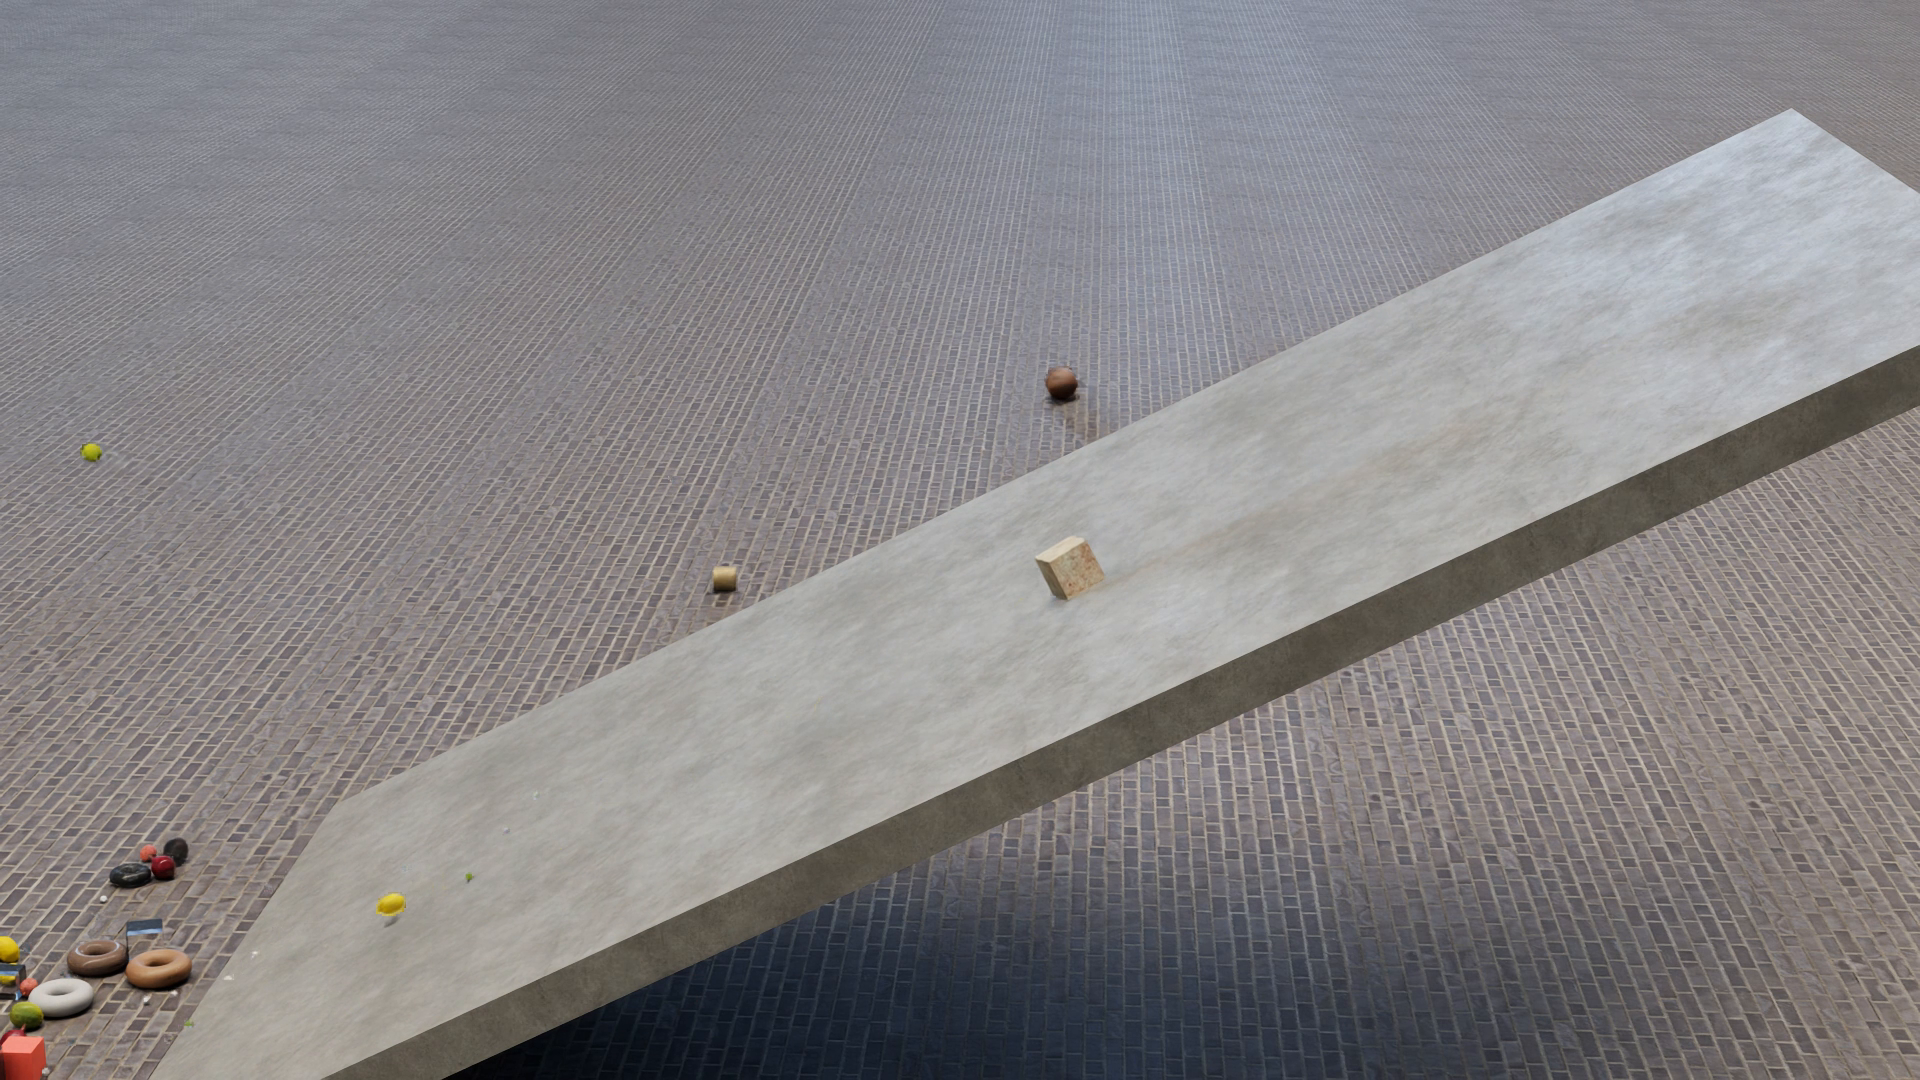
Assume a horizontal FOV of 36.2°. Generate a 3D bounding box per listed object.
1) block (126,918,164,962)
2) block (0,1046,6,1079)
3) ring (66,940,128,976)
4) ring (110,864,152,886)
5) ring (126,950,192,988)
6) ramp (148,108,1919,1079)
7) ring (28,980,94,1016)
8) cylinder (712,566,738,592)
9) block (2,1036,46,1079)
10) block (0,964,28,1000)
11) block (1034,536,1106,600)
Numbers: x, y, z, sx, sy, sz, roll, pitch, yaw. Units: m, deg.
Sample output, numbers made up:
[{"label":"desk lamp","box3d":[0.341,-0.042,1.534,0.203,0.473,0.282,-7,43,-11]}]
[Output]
[{"label":"block","box3d":[-1.905,0.942,6.880,0.081,0.081,0.081,-4,17,-14]},{"label":"block","box3d":[-2.076,1.136,6.212,0.095,0.095,0.095,-2,17,-6]},{"label":"ring","box3d":[-2.006,0.972,6.843,0.141,0.047,0.141,0,15,0]},{"label":"ring","box3d":[-2.066,0.834,7.323,0.102,0.034,0.102,0,15,0]},{"label":"ring","box3d":[-1.848,0.988,6.783,0.150,0.050,0.150,-1,16,0]},{"label":"ramp","box3d":[0.139,0.168,6.281,4.000,0.100,2.000,-25,14,10]},{"label":"ring","box3d":[-2.029,1.033,6.638,0.144,0.048,0.144,-1,16,0]},{"label":"cylinder","box3d":[-0.766,0.129,9.597,0.073,0.073,0.073,-9,17,-1]},{"label":"block","box3d":[-2.013,1.117,6.310,0.075,0.075,0.075,1,17,3]},{"label":"block","box3d":[-2.168,1.007,6.702,0.061,0.061,0.061,1,17,4]},{"label":"block","box3d":[0.228,0.058,6.100,0.093,0.093,0.093,-31,14,-13]}]
